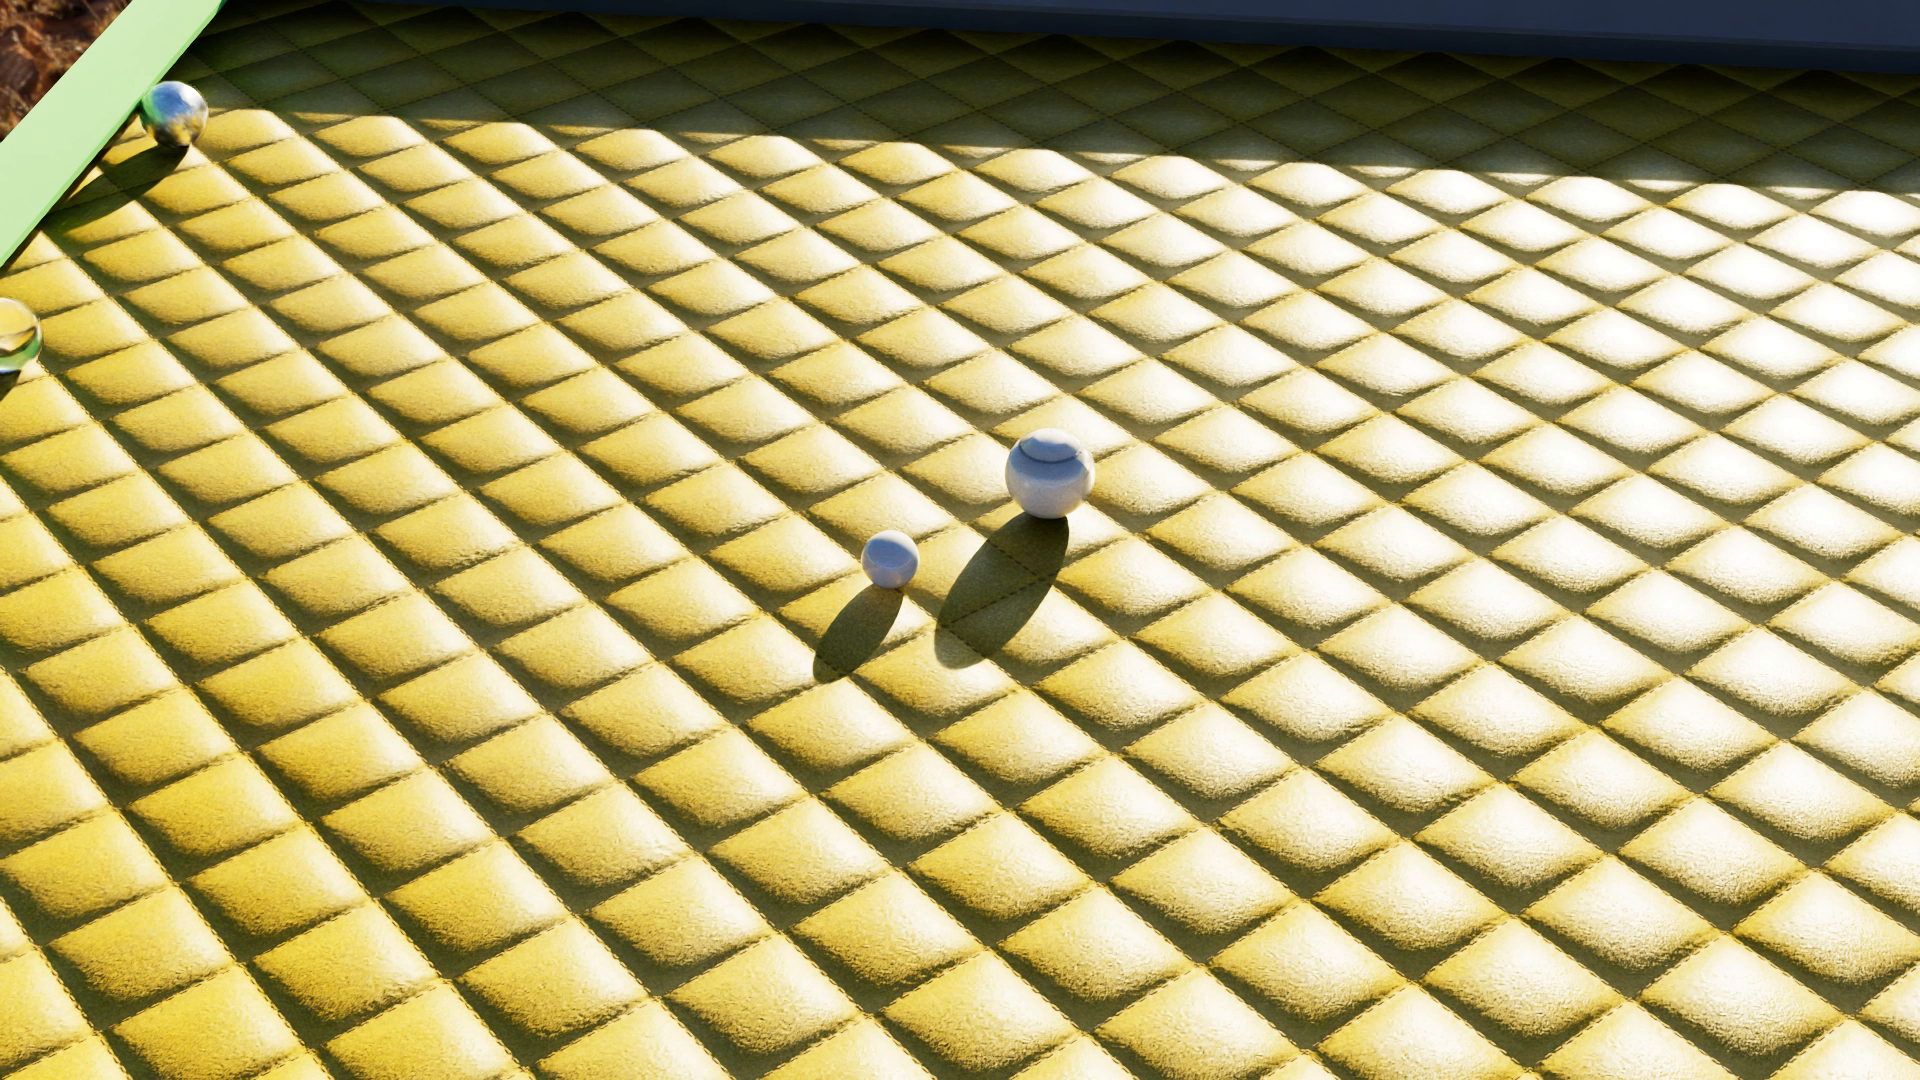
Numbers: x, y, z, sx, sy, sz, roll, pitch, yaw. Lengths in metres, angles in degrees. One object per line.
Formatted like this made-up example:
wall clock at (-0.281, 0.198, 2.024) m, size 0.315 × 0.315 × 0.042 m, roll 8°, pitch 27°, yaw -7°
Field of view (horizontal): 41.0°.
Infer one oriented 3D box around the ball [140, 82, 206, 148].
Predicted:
ball at (-0.729, -0.394, 2.376) m, size 0.060 × 0.060 × 0.060 m, roll 0°, pitch 35°, yaw 0°

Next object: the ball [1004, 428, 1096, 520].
ball at (0.066, -0.049, 1.881) m, size 0.067 × 0.067 × 0.067 m, roll 0°, pitch 35°, yaw 0°

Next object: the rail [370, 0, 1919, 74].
rail at (0.970, -0.479, 2.470) m, size 3.495 × 0.089 × 0.045 m, roll 4°, pitch 35°, yaw 5°

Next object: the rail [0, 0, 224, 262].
rail at (-0.845, -0.067, 1.886) m, size 0.045 × 0.089 × 1.873 m, roll 4°, pitch 35°, yaw 5°

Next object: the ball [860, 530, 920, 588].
ball at (-0.049, 0.014, 1.815) m, size 0.042 × 0.042 × 0.042 m, roll 0°, pitch 35°, yaw 0°

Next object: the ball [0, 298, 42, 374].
ball at (-0.766, -0.163, 2.048) m, size 0.061 × 0.061 × 0.061 m, roll 0°, pitch 35°, yaw 0°
